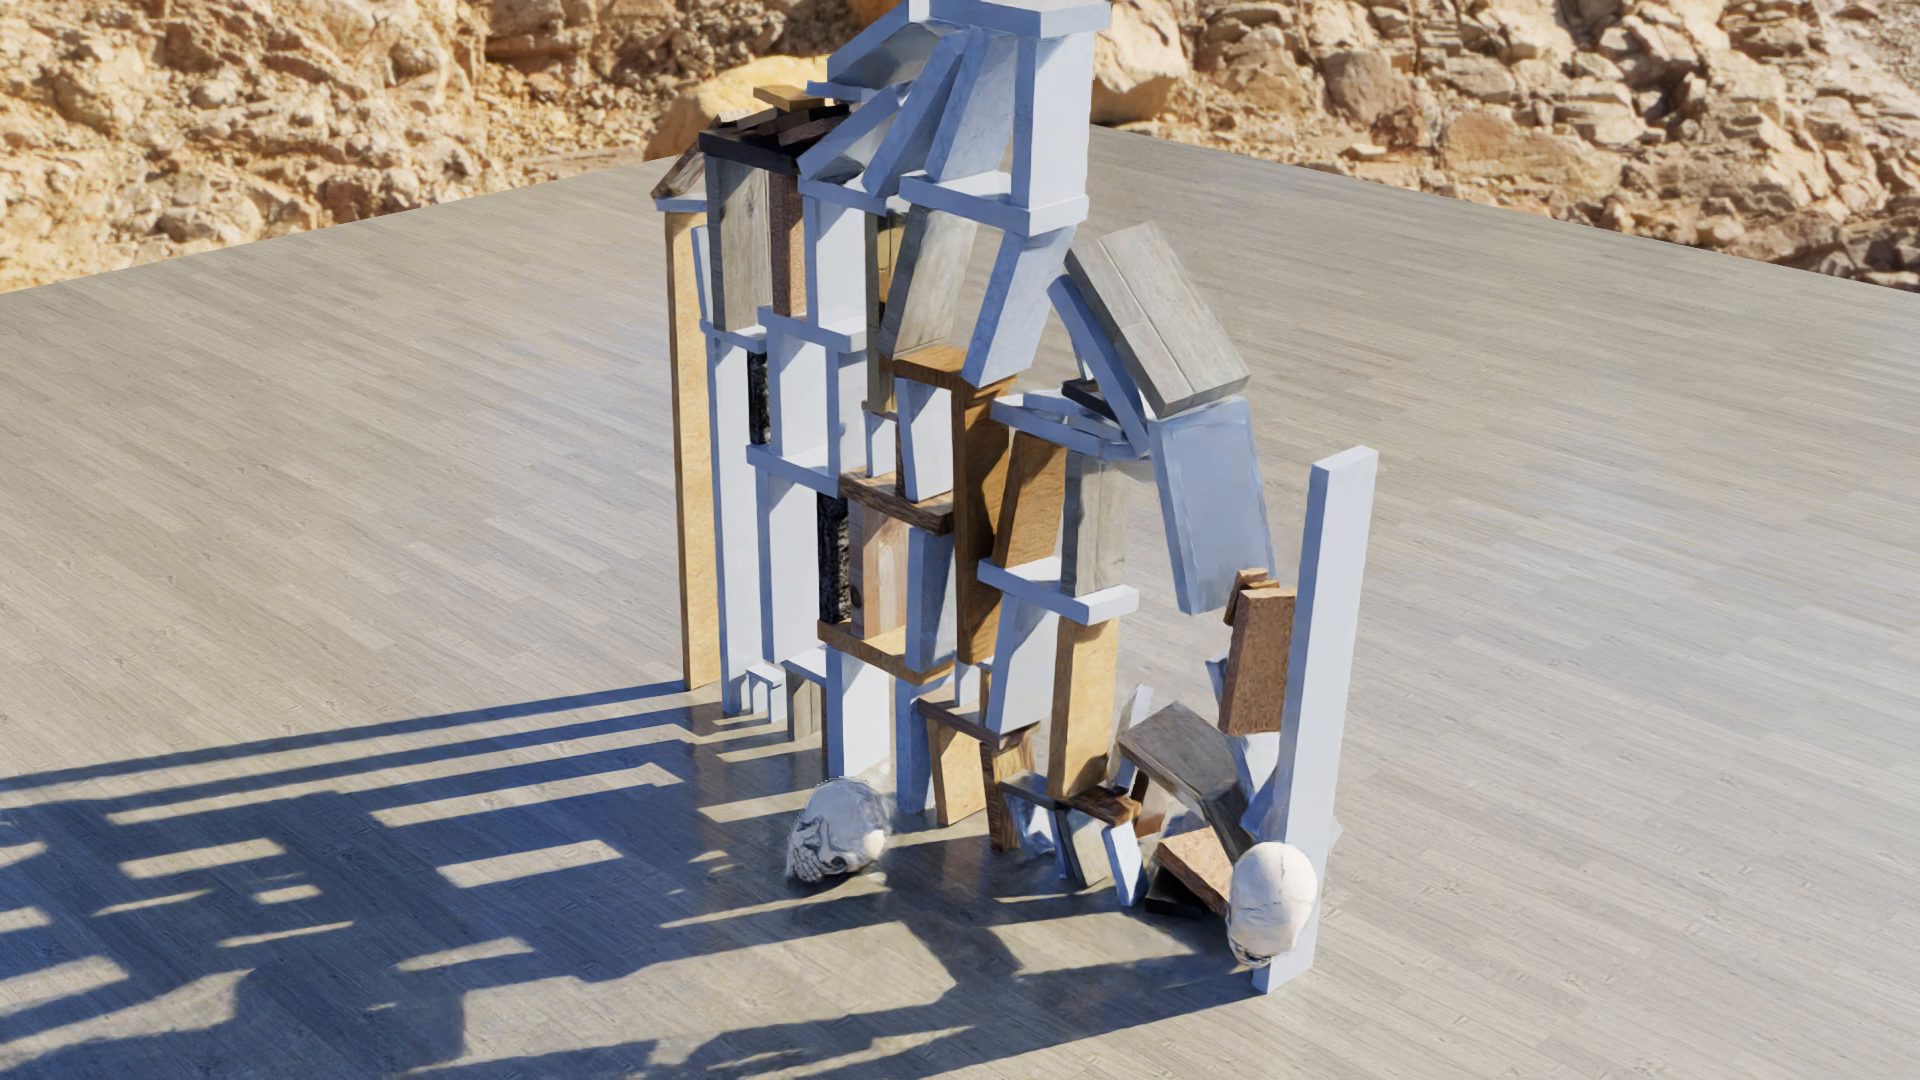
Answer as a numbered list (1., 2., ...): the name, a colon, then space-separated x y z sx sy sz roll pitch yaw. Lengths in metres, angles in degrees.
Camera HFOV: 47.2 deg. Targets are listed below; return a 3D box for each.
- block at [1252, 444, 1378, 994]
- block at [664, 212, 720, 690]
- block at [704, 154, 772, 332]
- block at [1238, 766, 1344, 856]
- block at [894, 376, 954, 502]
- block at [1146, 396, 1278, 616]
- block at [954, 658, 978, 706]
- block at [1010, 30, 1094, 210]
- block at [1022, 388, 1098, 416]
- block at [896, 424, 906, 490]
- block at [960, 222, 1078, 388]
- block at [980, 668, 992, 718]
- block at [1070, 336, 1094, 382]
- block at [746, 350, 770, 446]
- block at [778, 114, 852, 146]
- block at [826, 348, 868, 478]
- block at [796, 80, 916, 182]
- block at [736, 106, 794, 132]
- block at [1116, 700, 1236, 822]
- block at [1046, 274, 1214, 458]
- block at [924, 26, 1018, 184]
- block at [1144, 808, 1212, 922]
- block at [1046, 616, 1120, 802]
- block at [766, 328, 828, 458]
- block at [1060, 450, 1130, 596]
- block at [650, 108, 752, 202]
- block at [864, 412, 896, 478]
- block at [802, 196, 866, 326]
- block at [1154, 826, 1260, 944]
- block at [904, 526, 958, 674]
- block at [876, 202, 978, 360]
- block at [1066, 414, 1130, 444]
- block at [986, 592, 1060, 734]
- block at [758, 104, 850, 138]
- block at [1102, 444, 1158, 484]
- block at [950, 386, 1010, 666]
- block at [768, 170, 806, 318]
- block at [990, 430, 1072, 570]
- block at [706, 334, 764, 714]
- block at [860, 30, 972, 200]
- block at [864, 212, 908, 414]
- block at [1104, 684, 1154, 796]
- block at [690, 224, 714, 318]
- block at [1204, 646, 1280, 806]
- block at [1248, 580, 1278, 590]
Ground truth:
1. block: 0.594 0.323 3.710 0.126 1.006 0.036 -20 33 -39
2. block: -0.579 -0.185 4.806 0.093 1.084 0.026 -19 28 -42
3. block: -0.438 -0.608 4.437 0.142 0.357 0.040 -21 30 -41
4. block: 0.580 0.501 3.843 0.036 0.253 0.126 26 77 41
5. block: -0.058 -0.205 4.185 0.119 0.239 0.034 -21 23 -40
6. block: 0.429 -0.059 3.717 0.169 0.338 0.048 -16 14 -18
7. block: 0.013 0.271 4.319 0.015 0.104 0.052 21 31 40
8. block: 0.158 -0.730 3.762 0.043 0.301 0.150 23 32 38
9. block: 0.199 -0.250 3.972 0.090 0.026 0.181 -7 12 -31
10. block: -0.094 -0.167 4.234 0.066 0.132 0.019 -20 30 -39
11. block: 0.105 -0.430 3.942 0.044 0.310 0.155 37 39 25
12. block: 0.062 0.290 4.274 0.015 0.104 0.052 22 31 40
13. block: 0.225 -0.335 3.877 0.050 0.101 0.014 -21 9 -35
14. block: -0.386 -0.304 4.509 0.101 0.202 0.029 -21 32 -41
15. block: -0.262 -0.777 4.166 0.092 0.026 0.184 -14 8 -30
16. block: -0.200 -0.264 4.332 0.133 0.265 0.038 -20 31 -40
17. block: -0.149 -0.761 4.058 0.162 0.046 0.323 -20 -3 -40
18. block: -0.363 -0.824 4.284 0.076 0.022 0.152 -14 7 -35
19. block: 0.428 0.406 4.072 0.145 0.041 0.290 -30 32 -16
20. block: 0.302 -0.319 3.788 0.169 0.338 0.048 -20 -15 -33
21. block: 0.046 -0.771 3.853 0.150 0.301 0.043 -21 56 -40
22. block: 0.460 0.616 4.269 0.107 0.030 0.392 8 24 17
23. block: 0.231 0.300 4.124 0.040 0.361 0.140 17 23 36
24. block: -0.324 -0.313 4.448 0.133 0.265 0.038 -21 30 -40
25. block: 0.248 -0.041 4.019 0.134 0.267 0.038 -14 23 -43
26. block: -0.533 -0.789 4.516 0.076 0.022 0.337 -20 -8 -38
27. block: -0.154 -0.195 4.299 0.066 0.132 0.019 -20 27 -39
28. block: -0.241 -0.549 4.248 0.125 0.250 0.035 -21 30 -40
29. block: 0.513 0.643 4.130 0.145 0.041 0.290 -9 31 -33
30. block: -0.035 0.099 4.266 0.148 0.296 0.042 -20 33 -39
31. block: -0.056 -0.491 4.066 0.044 0.311 0.155 36 38 28
32. block: 0.275 -0.203 3.898 0.090 0.026 0.181 -6 16 -28
33. block: 0.127 0.221 4.197 0.040 0.281 0.140 25 27 38
34. block: -0.298 -0.802 4.205 0.092 0.026 0.184 -15 8 -35
35. block: 0.365 -0.134 3.858 0.108 0.031 0.216 27 -16 -38
36. block: 0.043 -0.033 4.167 0.034 0.544 0.119 18 28 41
37. block: -0.303 -0.591 4.303 0.142 0.284 0.040 -21 31 -40
38. block: 0.140 -0.085 4.116 0.134 0.267 0.038 -14 34 -43
39. block: -0.480 -0.034 4.727 0.029 0.869 0.101 21 31 41
40. block: -0.036 -0.762 3.931 0.162 0.362 0.046 -21 67 -41
41. block: -0.121 -0.441 4.166 0.035 0.387 0.125 21 30 40
42. block: 0.323 0.396 4.249 0.030 0.107 0.213 18 64 -5
43. block: -0.500 -0.559 4.539 0.093 0.186 0.026 -18 21 -35
44. block: 0.521 0.346 3.843 0.108 0.348 0.031 -28 18 -34
45. block: 0.511 0.121 3.723 0.052 0.104 0.015 -10 25 -23
